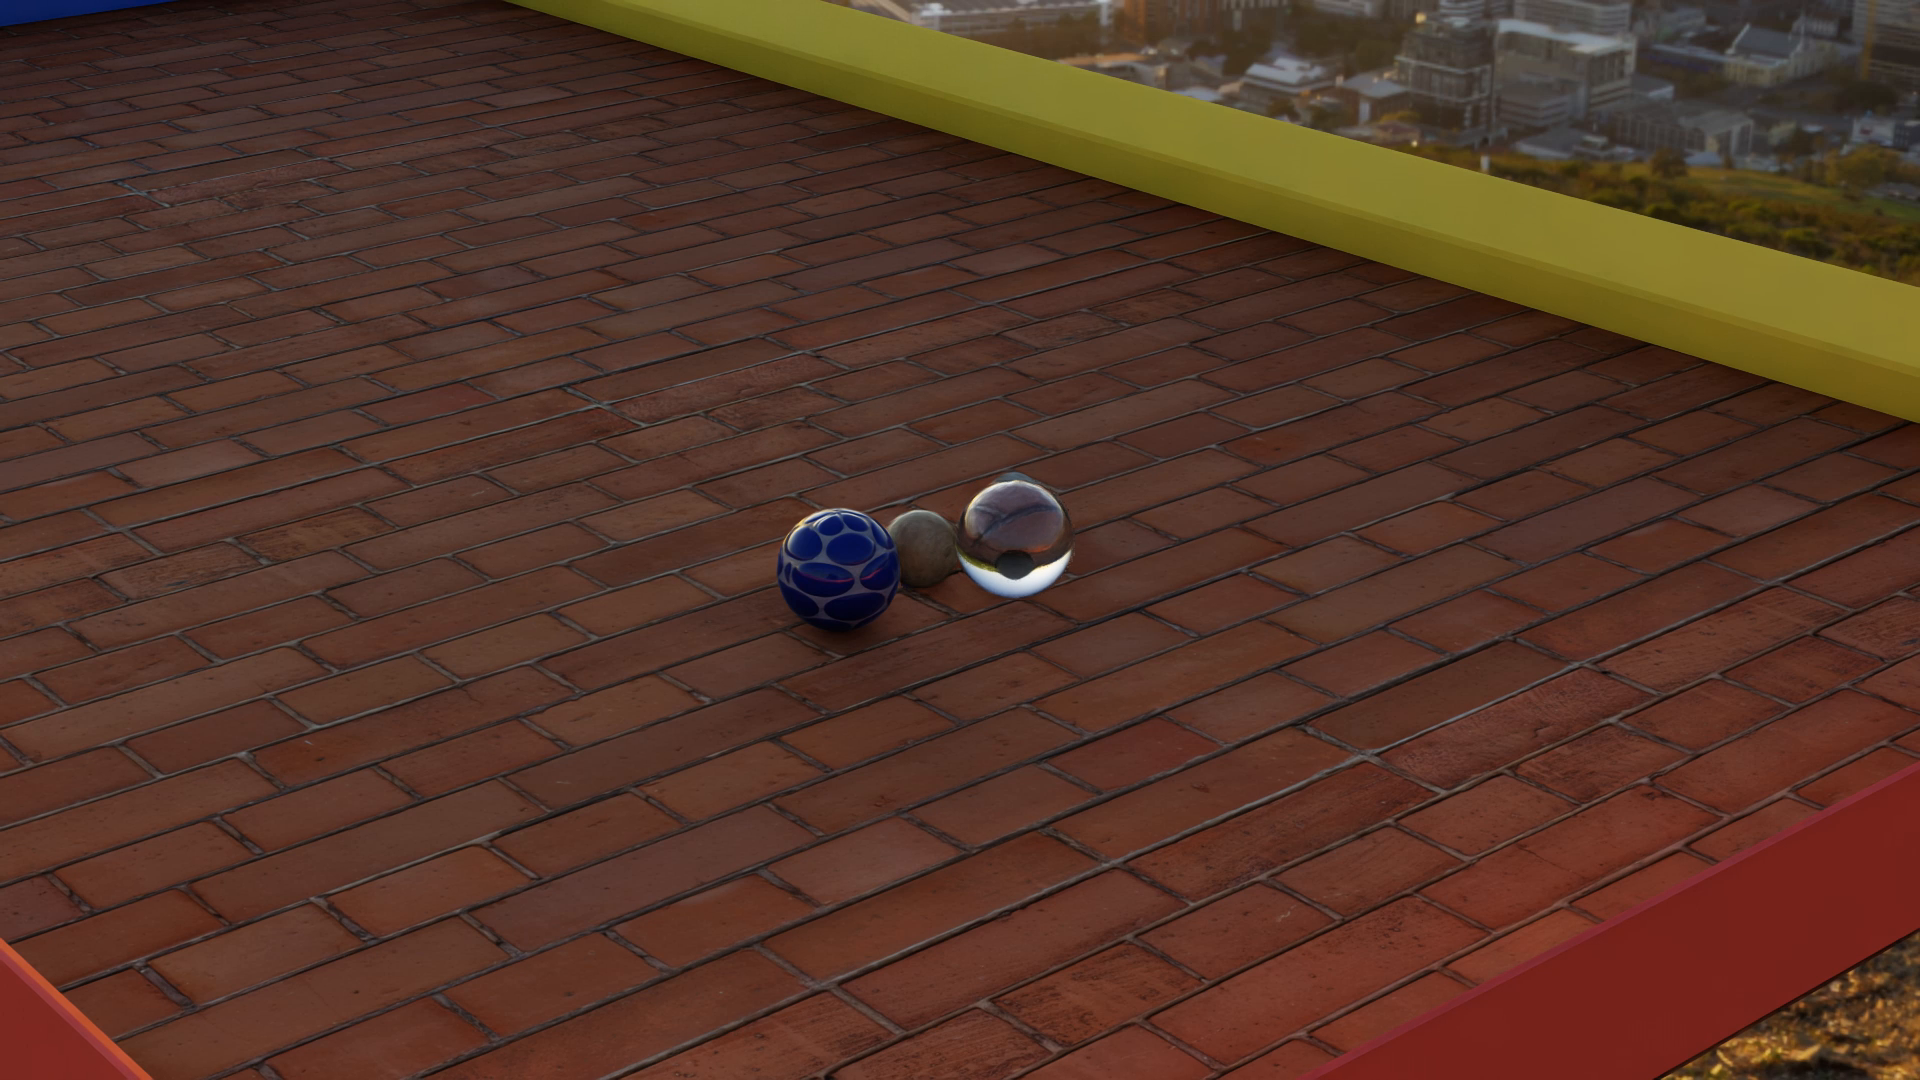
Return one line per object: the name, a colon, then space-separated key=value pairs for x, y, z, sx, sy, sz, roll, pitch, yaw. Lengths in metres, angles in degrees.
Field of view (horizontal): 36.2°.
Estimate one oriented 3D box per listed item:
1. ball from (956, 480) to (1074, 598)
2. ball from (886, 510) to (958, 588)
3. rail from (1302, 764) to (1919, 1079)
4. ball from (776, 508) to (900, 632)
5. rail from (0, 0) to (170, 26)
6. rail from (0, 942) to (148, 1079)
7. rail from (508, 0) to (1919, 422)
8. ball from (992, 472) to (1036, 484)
ball: x=0.045 y=-0.001 z=2.413 sx=0.097 sy=0.097 sz=0.097 roll=0 pitch=22 yaw=0
ball: x=-0.033 y=0.007 z=2.435 sx=0.065 sy=0.065 sz=0.065 roll=0 pitch=22 yaw=0
rail: x=0.534 y=0.212 z=1.849 sx=1.897 sy=0.129 sz=0.045 roll=-18 pitch=28 yaw=-37
ball: x=-0.097 y=0.024 z=2.351 sx=0.099 sy=0.099 sz=0.099 roll=0 pitch=22 yaw=0
rail: x=-1.634 y=-0.761 z=4.222 sx=1.897 sy=0.129 sz=0.045 roll=-18 pitch=28 yaw=-37
rail: x=-1.256 y=-0.048 z=2.483 sx=0.045 sy=0.129 sz=3.406 roll=-18 pitch=28 yaw=-37
rail: x=0.156 y=-0.501 z=3.588 sx=0.045 sy=0.129 sz=3.406 roll=-18 pitch=28 yaw=-37
ball: x=0.047 y=-0.035 z=2.563 sx=0.048 sy=0.048 sz=0.048 roll=0 pitch=22 yaw=0
